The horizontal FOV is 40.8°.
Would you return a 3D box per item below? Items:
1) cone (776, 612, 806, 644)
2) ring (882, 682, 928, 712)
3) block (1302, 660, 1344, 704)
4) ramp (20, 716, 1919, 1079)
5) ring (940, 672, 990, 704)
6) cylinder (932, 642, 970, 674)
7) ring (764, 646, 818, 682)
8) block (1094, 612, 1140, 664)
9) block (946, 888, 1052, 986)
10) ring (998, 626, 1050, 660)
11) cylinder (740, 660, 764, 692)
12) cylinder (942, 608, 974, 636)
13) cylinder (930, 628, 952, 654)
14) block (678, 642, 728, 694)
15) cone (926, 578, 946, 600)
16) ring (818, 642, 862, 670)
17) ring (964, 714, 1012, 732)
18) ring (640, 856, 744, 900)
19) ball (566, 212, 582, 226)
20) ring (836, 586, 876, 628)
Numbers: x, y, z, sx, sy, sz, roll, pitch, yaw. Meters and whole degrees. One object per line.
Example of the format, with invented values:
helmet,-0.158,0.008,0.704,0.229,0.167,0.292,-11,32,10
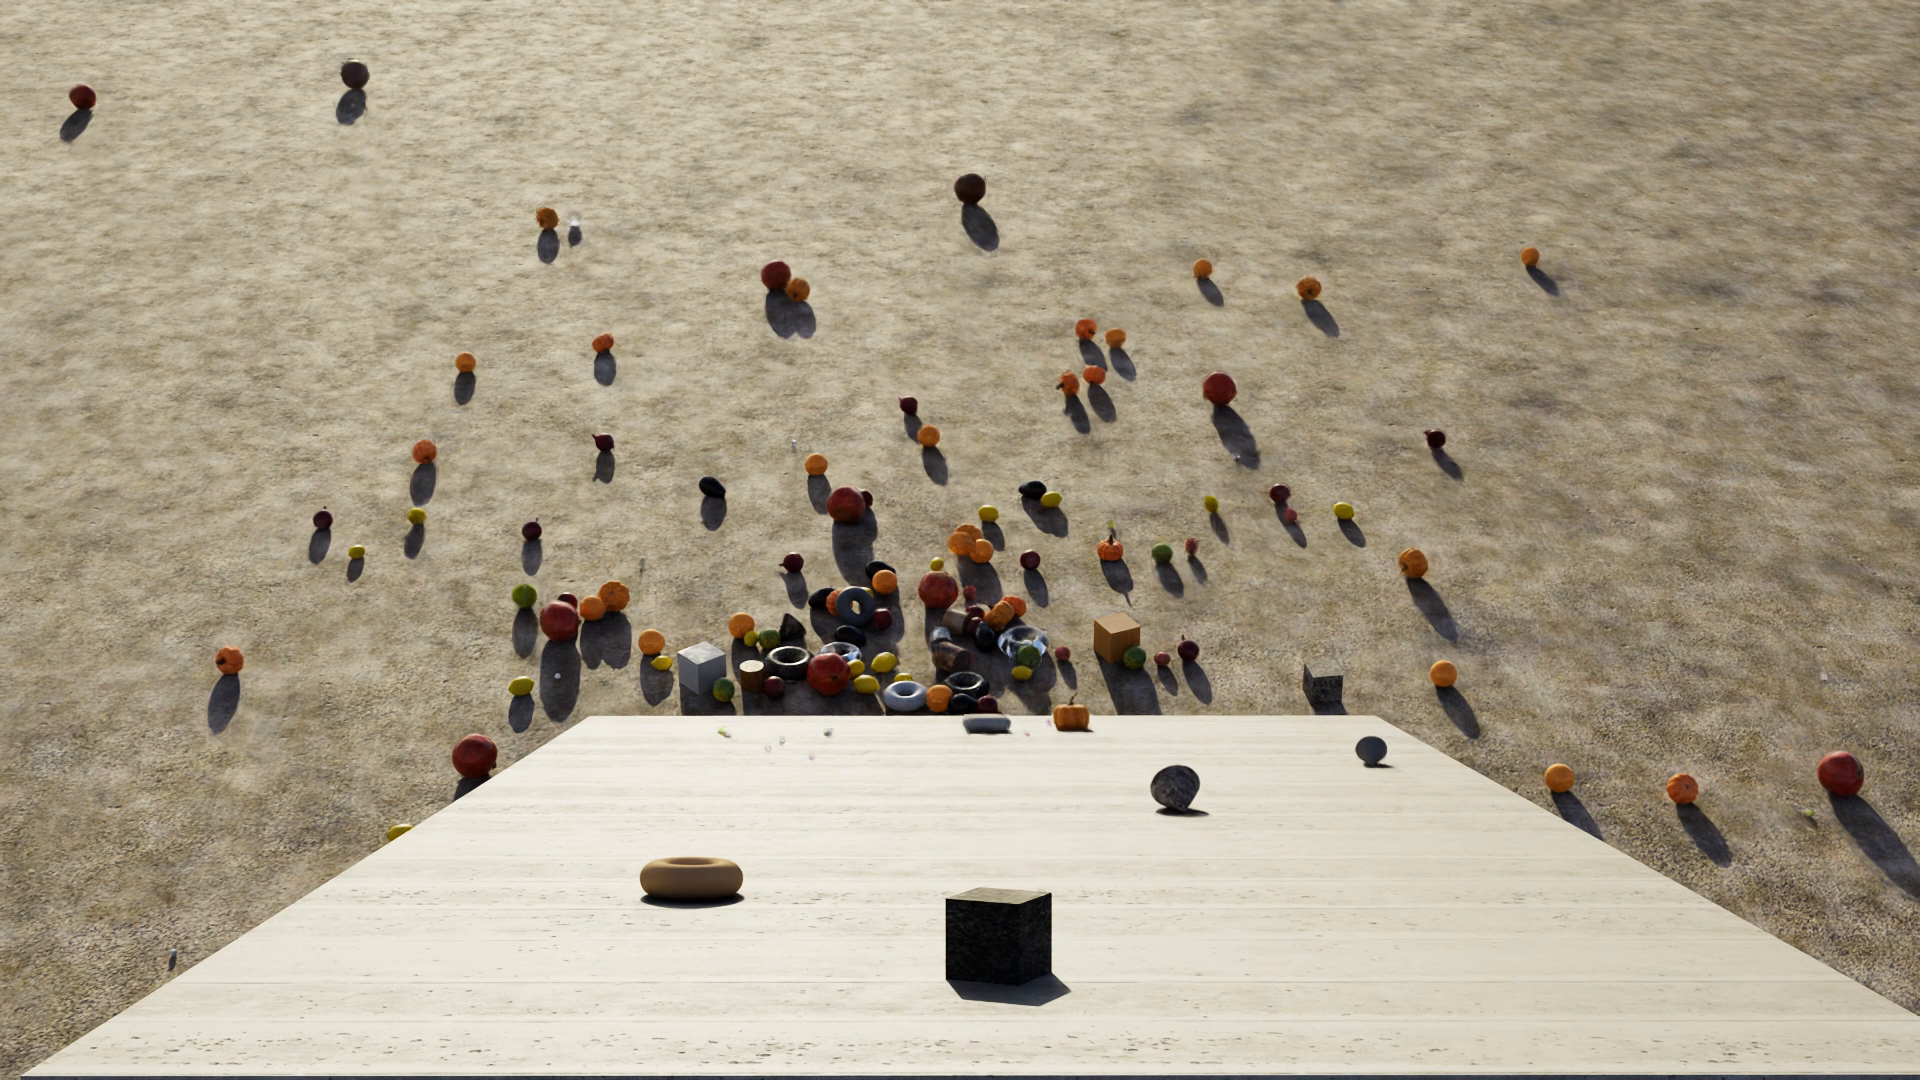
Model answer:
cone,-0.482,0.259,7.118,0.083,0.083,0.083,26,63,41
ring,-0.143,0.412,6.807,0.122,0.041,0.122,-1,27,0
block,0.961,0.376,6.831,0.082,0.082,0.082,-4,27,-9
ramp,0.060,0.541,4.577,2.000,0.100,4.000,0,1,0
ring,0.014,0.392,6.843,0.131,0.044,0.131,-1,27,0
cylinder,-0.023,0.319,6.957,0.073,0.073,0.073,21,33,36
ring,-0.458,0.334,6.954,0.147,0.049,0.147,1,25,0
block,0.428,0.267,7.041,0.092,0.092,0.092,-13,29,-24
block,0.047,0.475,3.098,0.097,0.097,0.097,1,1,25
ring,0.174,0.280,7.064,0.141,0.047,0.141,1,27,-1
cylinder,-0.554,0.363,6.880,0.062,0.062,0.062,0,26,0
cylinder,-0.006,0.228,7.150,0.065,0.065,0.065,14,30,26
cylinder,-0.051,0.278,7.053,0.060,0.060,0.060,0,26,-1
block,-0.688,0.341,6.891,0.092,0.092,0.092,-21,33,-36
cone,-0.067,0.130,7.354,0.058,0.058,0.058,0,26,0
ring,-0.327,0.315,7.004,0.118,0.039,0.118,-1,27,1
ring,0.066,0.438,6.169,0.115,0.038,0.115,1,0,0
ring,-0.386,0.486,3.707,0.149,0.050,0.149,1,0,0
ball,-1.520,-1.267,10.166,0.056,0.056,0.056,0,26,0
ring,-0.290,0.187,7.199,0.122,0.122,0.041,-23,-9,-38
